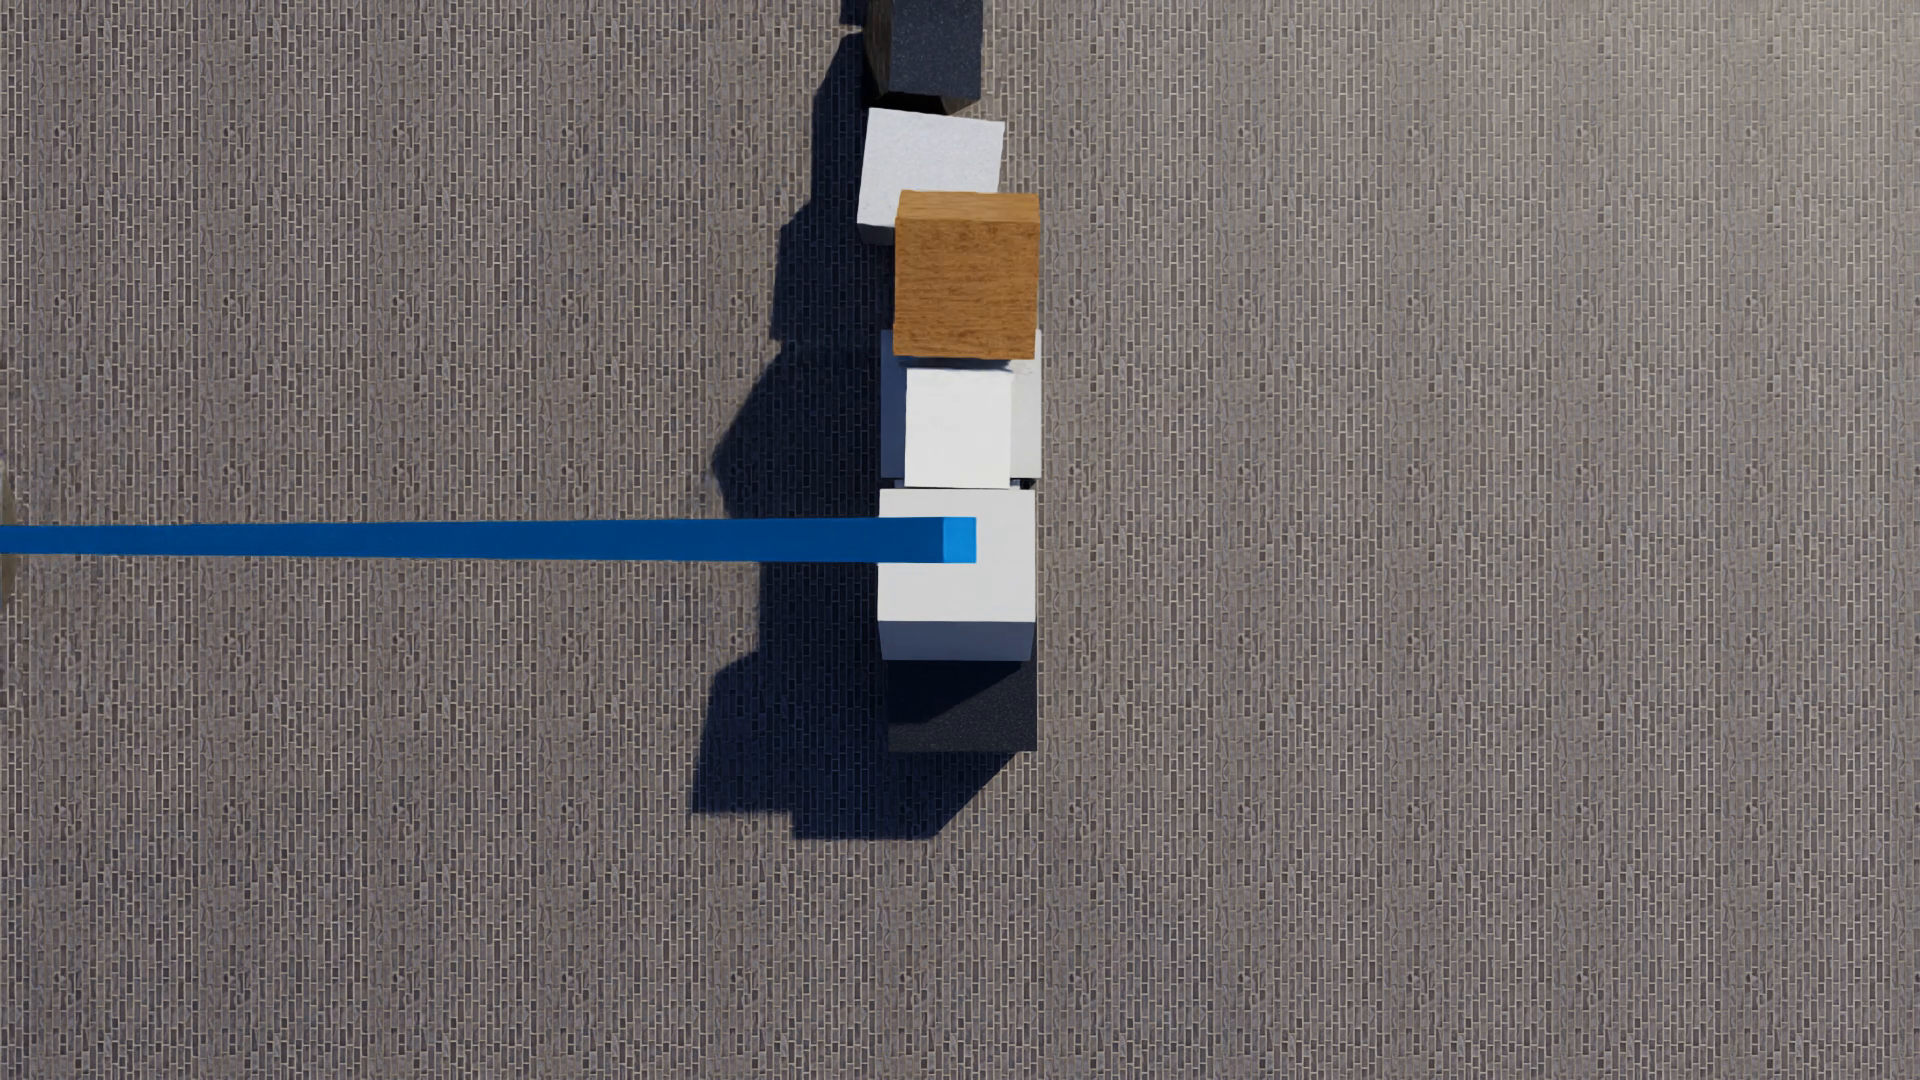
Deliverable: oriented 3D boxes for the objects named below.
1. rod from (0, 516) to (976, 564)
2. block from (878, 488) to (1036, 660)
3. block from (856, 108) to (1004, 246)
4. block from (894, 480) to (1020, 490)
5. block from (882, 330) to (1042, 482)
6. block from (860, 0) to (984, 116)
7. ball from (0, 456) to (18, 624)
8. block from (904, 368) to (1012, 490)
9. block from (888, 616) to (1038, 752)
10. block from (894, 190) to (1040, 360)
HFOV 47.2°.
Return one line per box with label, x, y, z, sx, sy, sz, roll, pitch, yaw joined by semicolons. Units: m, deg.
rod;-1.858;0.000;5.614;5.200;0.080;0.080;0;90;44
block;-0.017;0.198;11.772;0.808;0.822;0.712;0;73;0
block;-0.163;-2.036;12.595;0.756;0.810;0.648;7;90;0
block;-0.015;0.034;12.635;0.701;0.730;0.746;0;90;0
block;0.007;-0.756;12.603;0.889;0.794;0.819;0;90;0
block;-0.223;-2.802;12.638;0.535;0.576;0.593;2;91;-19
ball;-4.289;0.000;7.992;1.600;1.600;1.600;0;90;0
block;-0.009;-0.595;11.944;0.557;0.524;0.632;1;90;0
block;0.015;0.794;12.567;0.822;0.866;0.746;0;90;0
block;0.036;-1.426;11.784;0.745;0.685;0.737;2;111;0
